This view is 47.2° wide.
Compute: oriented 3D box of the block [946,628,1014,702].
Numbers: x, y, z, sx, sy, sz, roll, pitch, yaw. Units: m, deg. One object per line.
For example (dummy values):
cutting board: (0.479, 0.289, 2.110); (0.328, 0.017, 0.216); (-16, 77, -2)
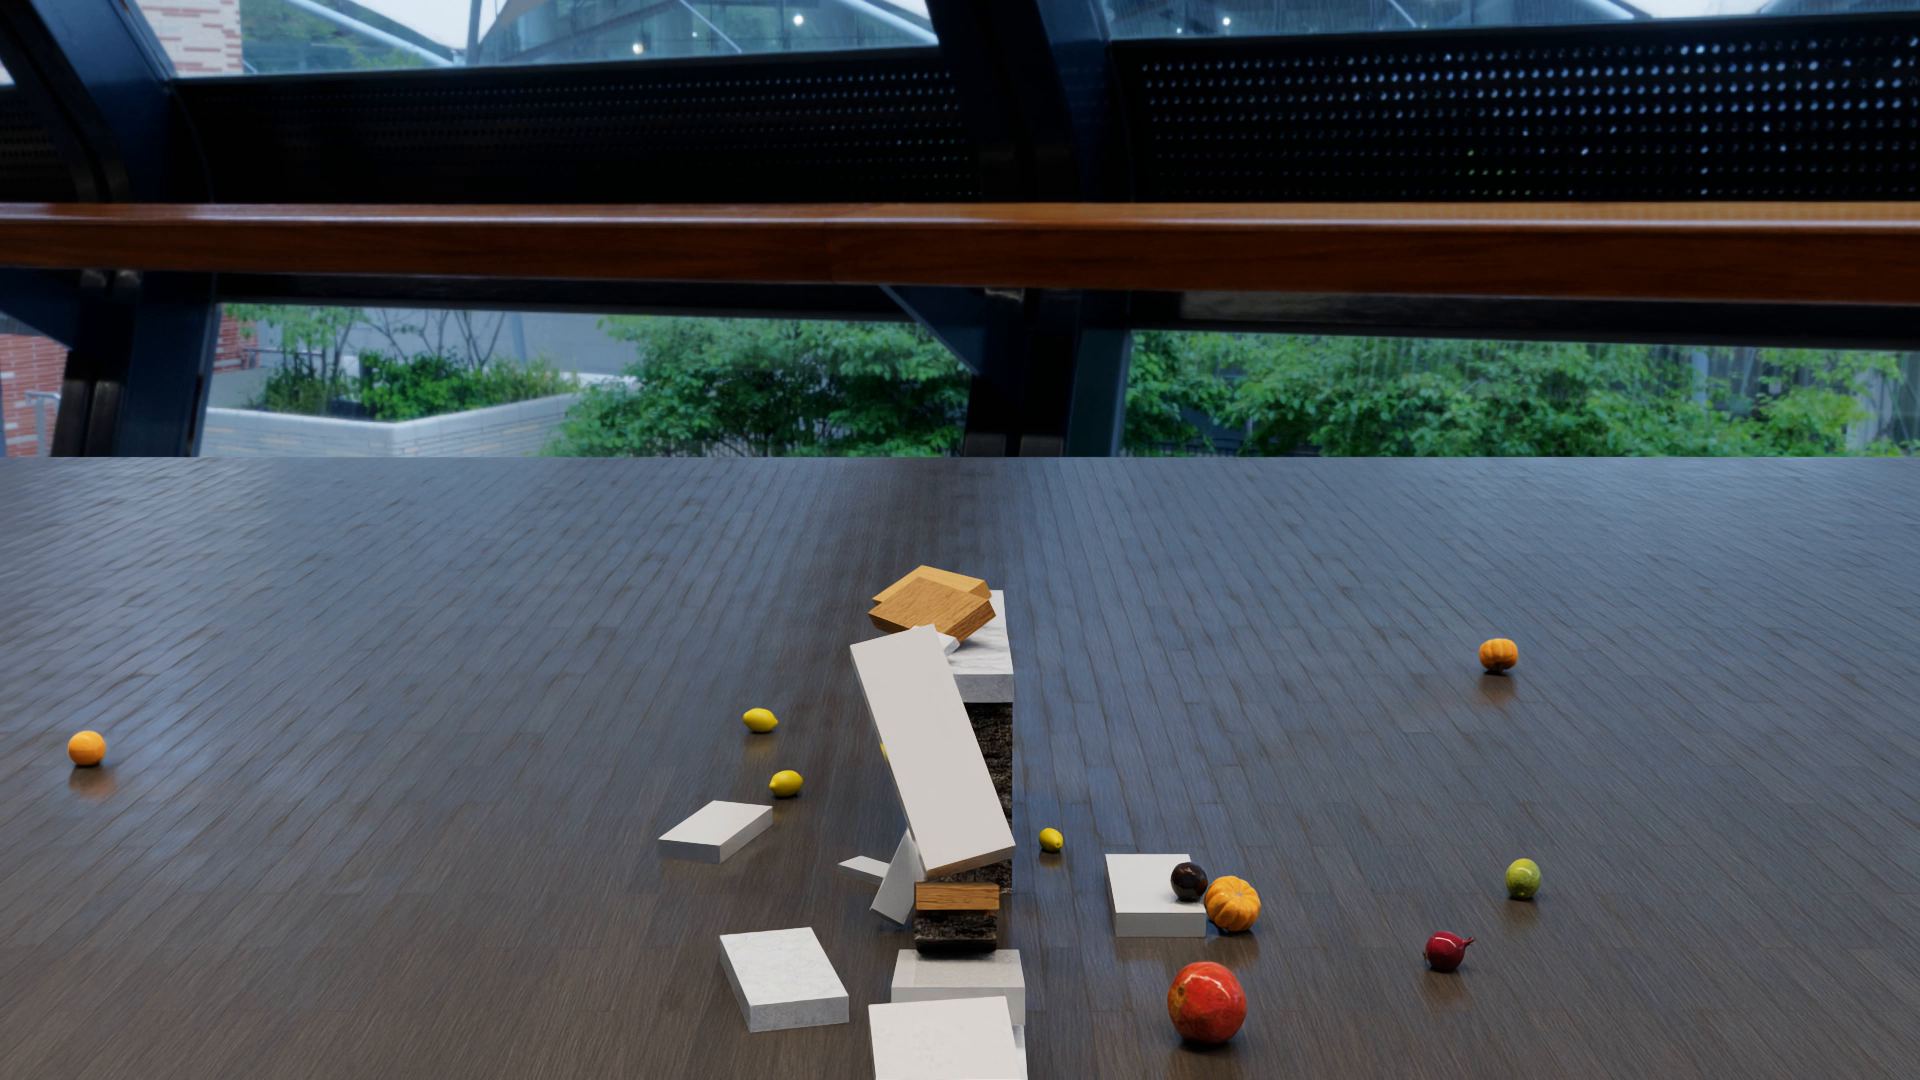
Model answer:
block: (0.000, 0.210, 3.735); (0.169, 0.048, 0.337); (0, 10, -1)

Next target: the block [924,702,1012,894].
block: (0.002, 0.420, 3.658); (0.169, 0.338, 0.048); (0, 10, 0)

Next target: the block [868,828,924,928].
block: (-0.076, 0.516, 3.565); (0.058, 0.230, 0.016); (29, -34, -5)

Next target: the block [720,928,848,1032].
block: (-0.263, 0.647, 3.253); (0.142, 0.040, 0.283); (-3, 11, -14)

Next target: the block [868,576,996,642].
block: (-0.051, 0.129, 3.811); (0.118, 0.033, 0.236); (-36, 25, -22)

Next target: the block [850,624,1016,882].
block: (-0.047, 0.328, 3.462); (0.142, 0.040, 0.420); (-14, 56, -10)

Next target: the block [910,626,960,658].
block: (-0.057, 0.177, 3.663); (0.058, 0.016, 0.115); (-42, 31, -24)

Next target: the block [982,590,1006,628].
block: (-0.001, 0.151, 4.069); (0.167, 0.047, 0.335); (0, 11, 0)

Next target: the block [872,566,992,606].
block: (-0.052, 0.104, 3.970); (0.118, 0.033, 0.236); (-34, 21, -22)

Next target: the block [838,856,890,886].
block: (-0.147, 0.566, 3.754); (0.115, 0.016, 0.058); (9, 14, 40)

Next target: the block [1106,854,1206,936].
block: (0.318, 0.581, 3.609); (0.142, 0.040, 0.283); (0, 11, 0)

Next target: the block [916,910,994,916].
block: (-0.006, 0.582, 3.424); (0.118, 0.034, 0.237); (0, -7, 1)

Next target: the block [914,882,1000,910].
block: (-0.007, 0.526, 3.260); (0.118, 0.034, 0.237); (0, -7, -2)

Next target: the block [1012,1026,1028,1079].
block: (-0.002, 0.709, 2.889); (0.178, 0.050, 0.356); (0, 11, 0)

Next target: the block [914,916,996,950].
block: (-0.005, 0.592, 3.276); (0.118, 0.034, 0.237); (0, -17, 0)

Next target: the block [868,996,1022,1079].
block: (-0.011, 0.696, 2.695); (0.178, 0.050, 0.356); (-3, 26, -5)

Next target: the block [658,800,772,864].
block: (-0.436, 0.522, 3.943); (0.118, 0.033, 0.236); (3, 11, 18)

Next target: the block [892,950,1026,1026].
block: (-0.002, 0.629, 3.104); (0.178, 0.050, 0.356); (0, -3, 0)
